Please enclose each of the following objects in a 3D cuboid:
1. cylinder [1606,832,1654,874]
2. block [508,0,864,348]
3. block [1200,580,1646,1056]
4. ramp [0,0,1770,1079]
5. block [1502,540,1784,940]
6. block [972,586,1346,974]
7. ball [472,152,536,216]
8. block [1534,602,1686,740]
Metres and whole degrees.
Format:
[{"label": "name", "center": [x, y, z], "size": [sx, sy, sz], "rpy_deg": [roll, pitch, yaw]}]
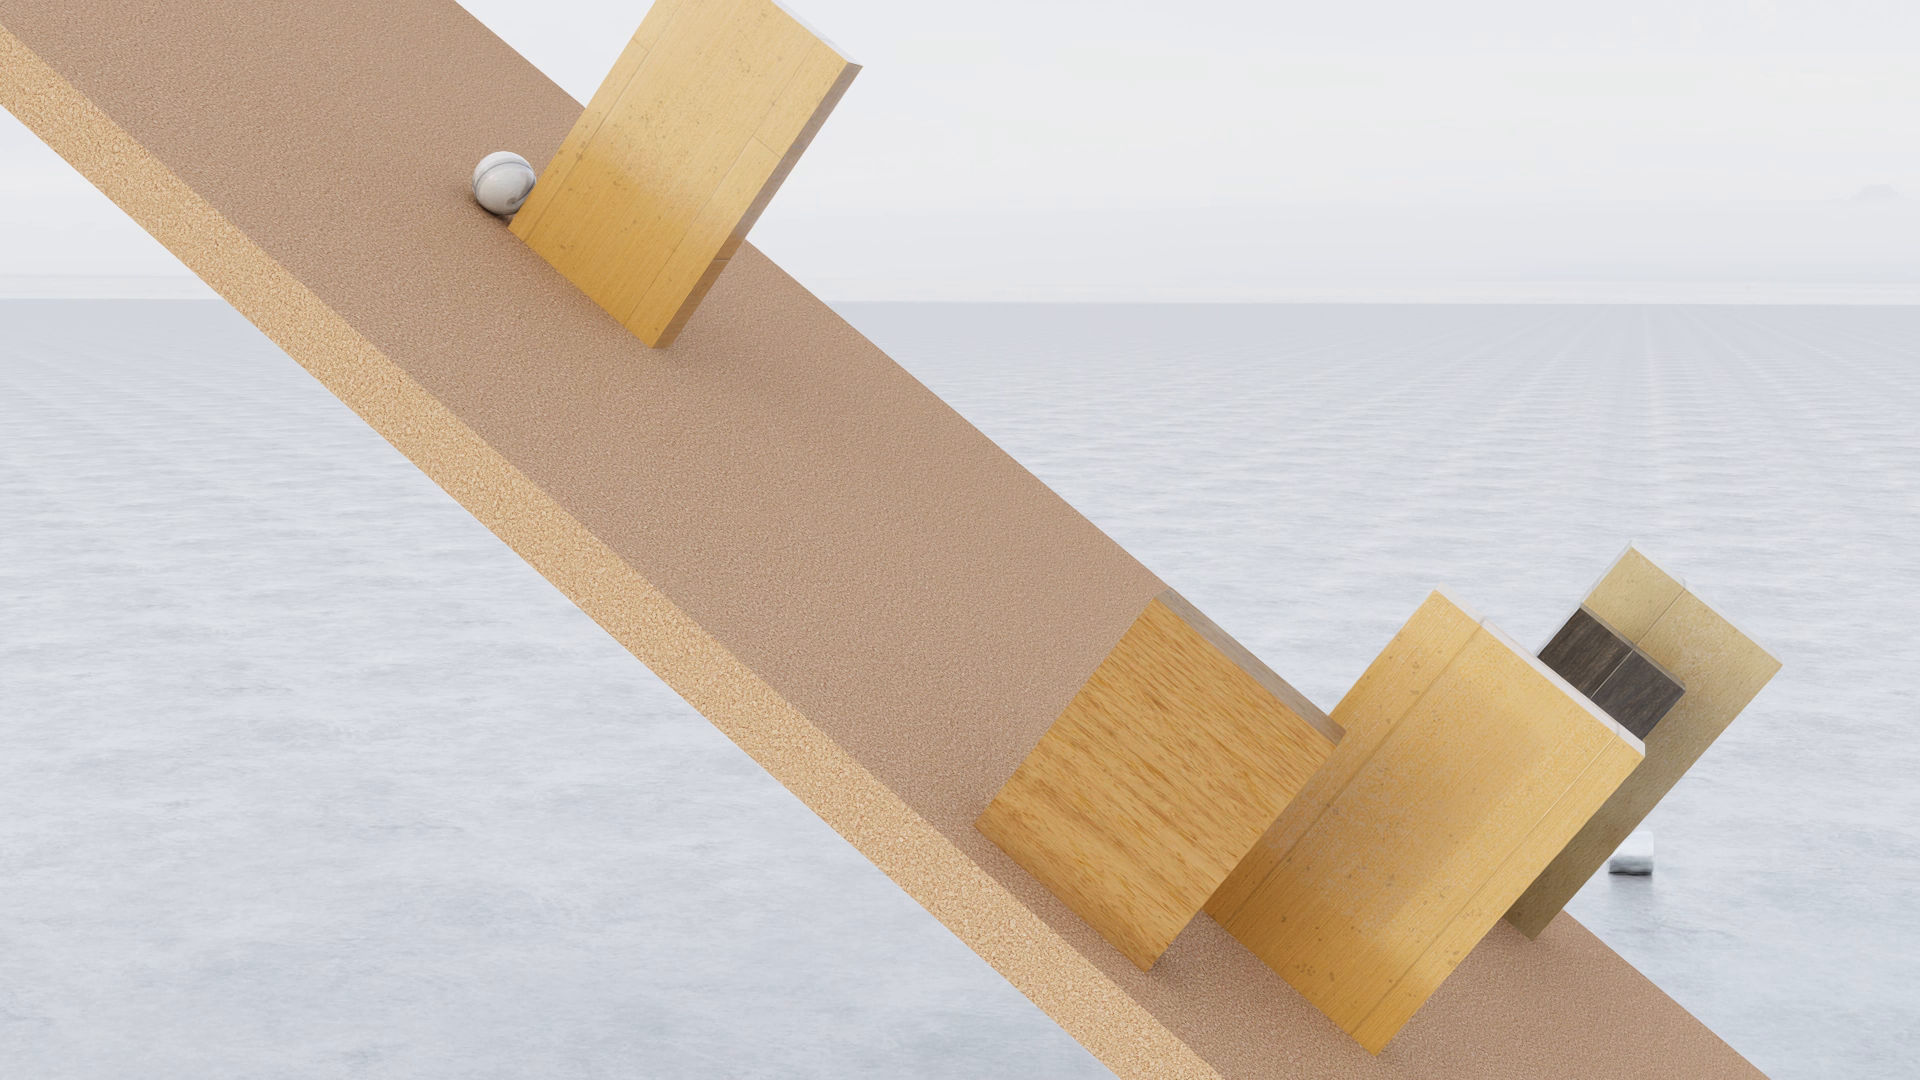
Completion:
[{"label": "cylinder", "center": [2.074, 0.967, 6.812], "size": [0.129, 0.129, 0.129], "rpy_deg": [1, 7, 10]}, {"label": "block", "center": [-0.506, -0.712, 4.001], "size": [0.362, 0.635, 0.081], "rpy_deg": [40, 16, 9]}, {"label": "block", "center": [0.684, 0.427, 3.358], "size": [0.385, 0.620, 0.096], "rpy_deg": [40, 16, 9]}, {"label": "ramp", "center": [-0.041, 0.098, 4.059], "size": [4.000, 0.100, 2.000], "rpy_deg": [40, 16, 9]}, {"label": "block", "center": [1.249, 0.402, 4.416], "size": [0.361, 0.739, 0.140], "rpy_deg": [40, 16, 9]}, {"label": "block", "center": [0.279, 0.337, 3.099], "size": [0.318, 0.428, 0.108], "rpy_deg": [40, 16, 9]}, {"label": "ball", "center": [-0.846, -0.662, 4.084], "size": [0.118, 0.118, 0.118], "rpy_deg": [0, 7, 0]}, {"label": "block", "center": [1.077, 0.433, 4.188], "size": [0.243, 0.615, 0.081], "rpy_deg": [40, 16, 9]}]
